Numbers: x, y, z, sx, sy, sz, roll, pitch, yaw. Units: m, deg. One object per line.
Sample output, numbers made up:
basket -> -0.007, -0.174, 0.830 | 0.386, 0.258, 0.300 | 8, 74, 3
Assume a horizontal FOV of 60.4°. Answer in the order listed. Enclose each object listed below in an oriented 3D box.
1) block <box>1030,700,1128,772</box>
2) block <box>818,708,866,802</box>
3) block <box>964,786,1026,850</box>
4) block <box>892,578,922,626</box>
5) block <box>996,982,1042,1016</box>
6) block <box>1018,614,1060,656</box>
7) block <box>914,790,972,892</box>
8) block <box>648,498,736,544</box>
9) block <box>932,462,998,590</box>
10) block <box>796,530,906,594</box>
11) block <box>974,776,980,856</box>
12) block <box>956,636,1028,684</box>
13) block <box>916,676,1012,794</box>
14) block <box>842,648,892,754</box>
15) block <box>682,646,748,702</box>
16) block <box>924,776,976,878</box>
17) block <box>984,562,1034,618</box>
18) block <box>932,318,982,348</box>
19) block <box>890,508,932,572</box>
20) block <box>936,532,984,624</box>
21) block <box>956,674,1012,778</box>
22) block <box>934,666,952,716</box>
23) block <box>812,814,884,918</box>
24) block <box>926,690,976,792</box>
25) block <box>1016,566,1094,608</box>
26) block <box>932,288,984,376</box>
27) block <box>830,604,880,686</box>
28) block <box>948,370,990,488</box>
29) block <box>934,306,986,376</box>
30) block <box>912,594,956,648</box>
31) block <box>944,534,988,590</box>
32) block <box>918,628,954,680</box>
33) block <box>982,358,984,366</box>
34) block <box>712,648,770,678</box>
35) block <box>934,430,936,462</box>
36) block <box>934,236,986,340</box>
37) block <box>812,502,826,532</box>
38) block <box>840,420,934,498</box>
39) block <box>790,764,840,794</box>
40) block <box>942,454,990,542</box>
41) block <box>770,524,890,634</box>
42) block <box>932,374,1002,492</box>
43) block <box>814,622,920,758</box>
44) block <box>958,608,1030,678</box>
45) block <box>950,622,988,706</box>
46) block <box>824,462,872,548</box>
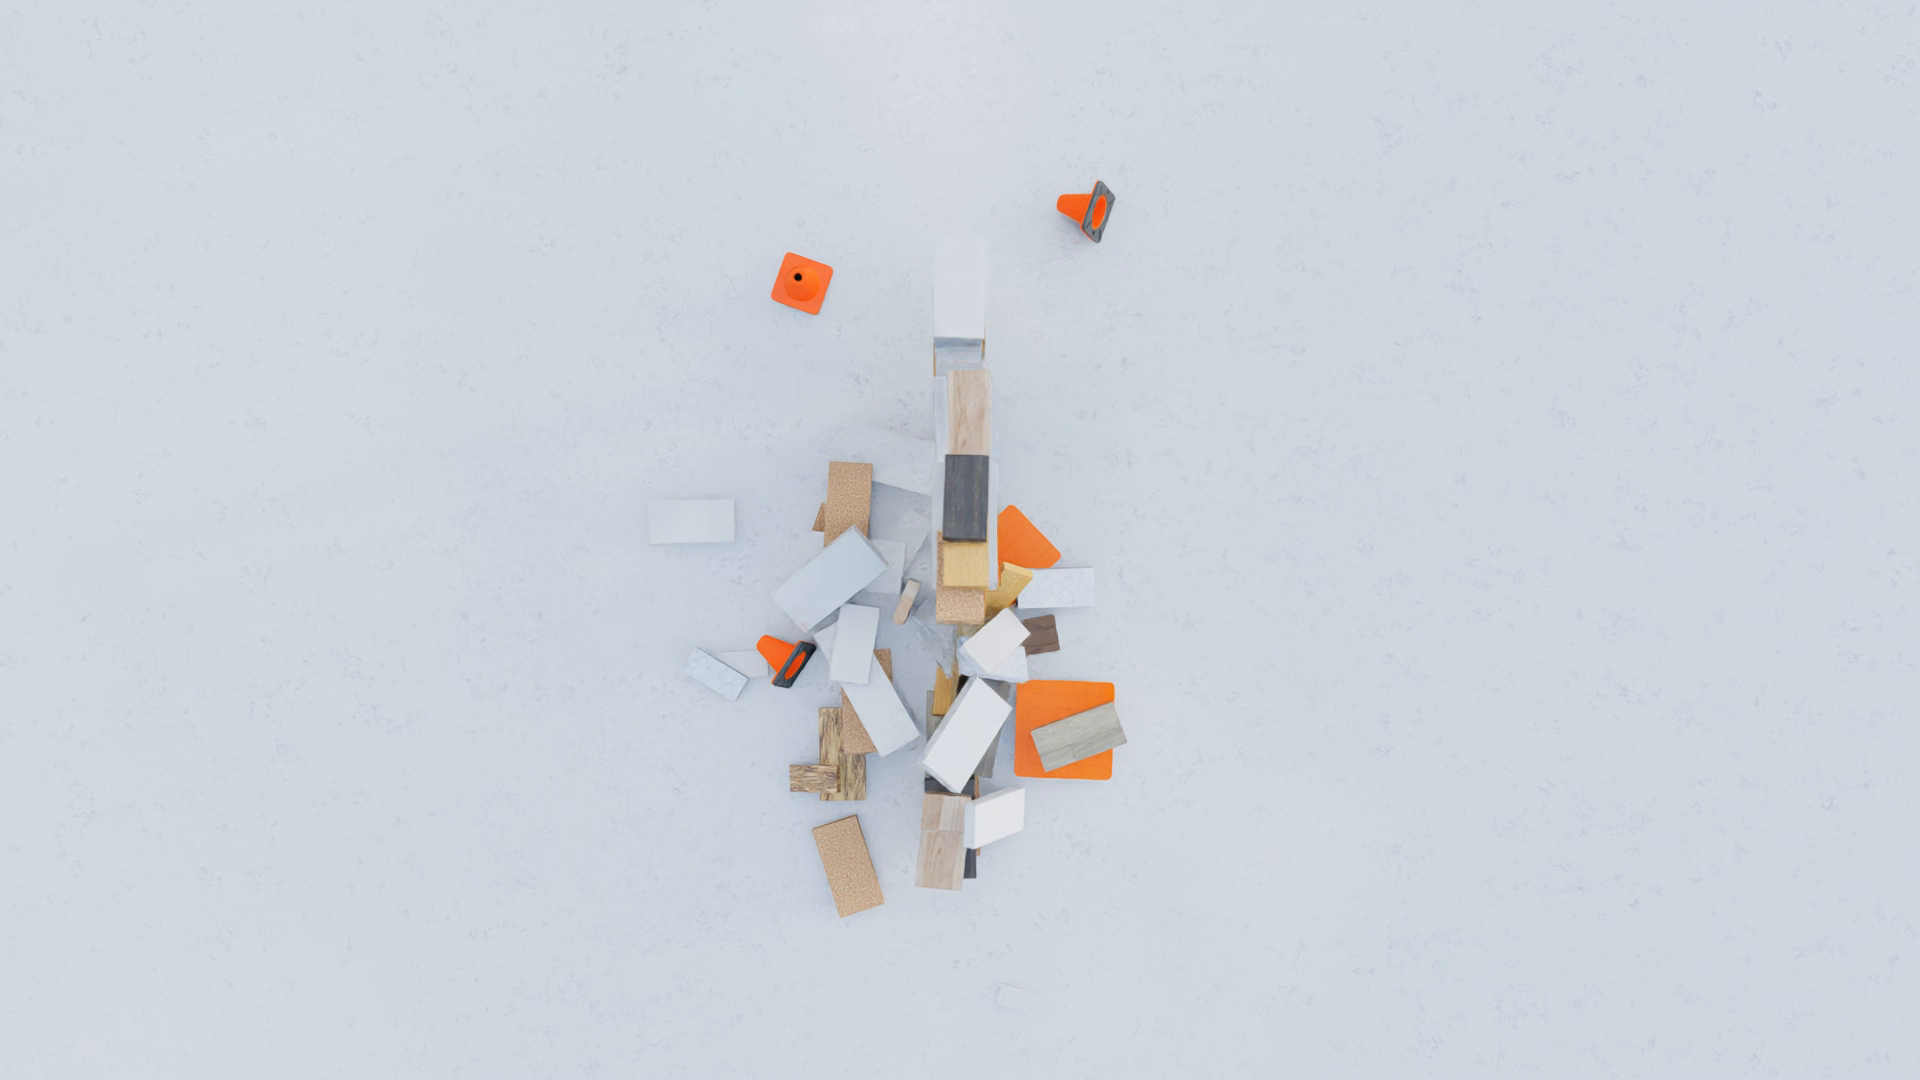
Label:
block -> 0.391, 0.645, 5.417 | 0.286, 0.041, 0.143 | -20, 90, 3
block -> -0.389, 0.710, 5.478 | 0.153, 0.043, 0.306 | -1, 90, 0
block -> 0.113, 0.899, 5.363 | 0.041, 0.286, 0.143 | 8, 99, 35
block -> -0.171, 0.199, 5.359 | 0.040, 0.282, 0.141 | 23, 90, 0
block -> 0.197, 1.528, 5.490 | 0.142, 0.020, 0.071 | 15, 90, 0
block -> 0.204, 0.326, 5.483 | 0.240, 0.034, 0.120 | -9, 90, 0
block -> -0.055, 0.968, 5.306 | 0.153, 0.043, 0.306 | 6, 94, -2
block -> -0.889, -0.063, 5.480 | 0.282, 0.040, 0.141 | -1, 90, 0
block -> 0.014, -0.040, 4.561 | 0.178, 0.050, 0.356 | 0, 69, 1
block -> -0.359, 0.073, 5.447 | 0.348, 0.049, 0.174 | 7, 90, 0
block -> -0.017, 0.876, 5.435 | 0.163, 0.046, 0.326 | -1, 79, 0
block -> 0.104, 0.391, 5.367 | 0.240, 0.034, 0.120 | 11, 56, -28
block -> 0.016, 0.622, 5.273 | 0.168, 0.048, 0.336 | 44, 64, -22
block -> -0.304, 0.533, 5.438 | 0.168, 0.048, 0.336 | -4, 77, -1
block -> -0.810, 0.445, 5.462 | 0.203, 0.026, 0.090 | 31, 90, 0
block -> -0.031, 0.934, 5.349 | 0.163, 0.046, 0.326 | -1, 94, -1
block -> 0.131, 0.168, 5.394 | 0.112, 0.032, 0.224 | 18, 129, -28
block -> -0.007, -0.589, 4.677 | 0.137, 0.275, 0.039 | -2, 87, 0
block -> -0.180, 0.004, 5.486 | 0.101, 0.029, 0.202 | 32, 90, 0
block -> 0.001, 0.101, 4.460 | 0.127, 0.036, 0.255 | 0, 69, 1
block -> 0.054, 0.592, 5.364 | 0.168, 0.048, 0.336 | 18, 78, -28
block -> -0.034, 0.490, 5.445 | 0.093, 0.026, 0.186 | 5, 71, 2
block -> -0.371, 1.083, 5.478 | 0.153, 0.043, 0.306 | -18, 90, 0
block -> -0.031, 0.662, 5.433 | 0.163, 0.046, 0.326 | 0, 74, 0
block -> 0.314, 0.156, 5.453 | 0.255, 0.036, 0.127 | -2, 100, -8
block -> -0.007, -0.604, 4.834 | 0.138, 0.039, 0.276 | -3, 90, 0
block -> -0.344, 0.342, 5.398 | 0.127, 0.036, 0.255 | 8, 77, 2
block -> 0.026, -0.308, 4.584 | 0.120, 0.034, 0.333 | 0, 79, 3
block -> -0.002, -0.565, 5.154 | 0.161, 0.046, 0.322 | 0, 90, 0
block -> -0.056, 0.272, 5.456 | 0.186, 0.026, 0.093 | 35, 67, 5
block -> 0.016, 0.016, 4.454 | 0.120, 0.034, 0.239 | -1, 69, 1
block -> -0.050, 0.359, 5.454 | 0.093, 0.026, 0.186 | -32, 77, -17
block -> 0.001, -0.507, 4.993 | 0.138, 0.276, 0.039 | -1, 87, 0
block -> -0.728, 0.415, 5.487 | 0.180, 0.026, 0.090 | -4, 90, 0
block -> 0.001, -0.242, 5.153 | 0.161, 0.046, 0.322 | 0, 90, 0
block -> 0.001, -0.690, 4.521 | 0.137, 0.039, 0.274 | 1, 89, 0
block -> -0.445, -0.013, 5.486 | 0.101, 0.029, 0.202 | 19, 90, 0
block -> -0.216, -0.266, 5.475 | 0.348, 0.049, 0.174 | 15, 90, 0
block -> -0.479, 0.788, 5.449 | 0.180, 0.026, 0.090 | -2, 90, 26
block -> 0.016, -0.113, 4.463 | 0.120, 0.034, 0.239 | 2, 70, 1
block -> -0.426, 0.127, 5.387 | 0.362, 0.049, 0.174 | -38, 104, 14
block -> 0.019, -0.305, 4.736 | 0.178, 0.050, 0.356 | -2, 67, -2
block -> -0.305, 0.478, 5.405 | 0.143, 0.041, 0.464 | -29, 78, -6
block -> 0.113, 0.330, 5.350 | 0.120, 0.034, 0.240 | 48, 51, 4
block -> 0.033, 0.428, 5.408 | 0.112, 0.032, 0.333 | 9, 83, -30
block -> -0.367, -0.113, 5.414 | 0.141, 0.040, 0.282 | 3, 83, 0
